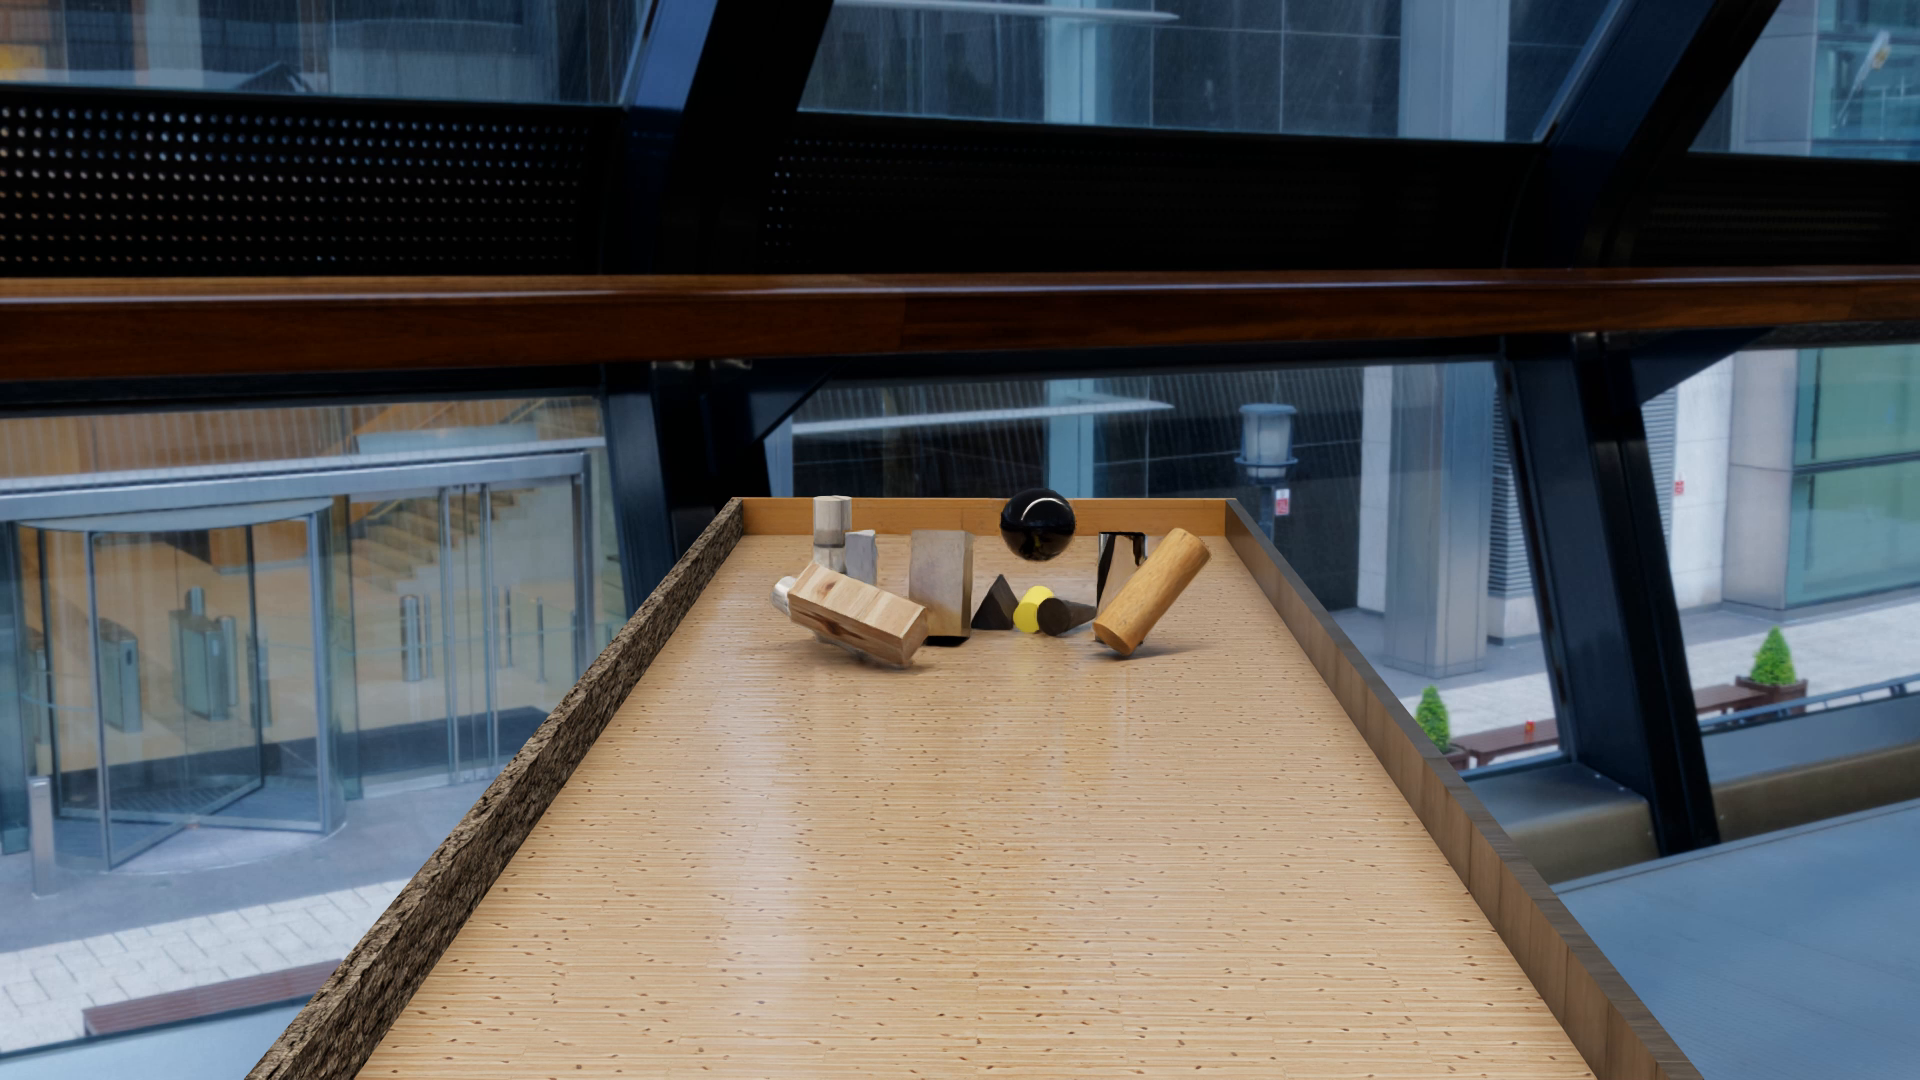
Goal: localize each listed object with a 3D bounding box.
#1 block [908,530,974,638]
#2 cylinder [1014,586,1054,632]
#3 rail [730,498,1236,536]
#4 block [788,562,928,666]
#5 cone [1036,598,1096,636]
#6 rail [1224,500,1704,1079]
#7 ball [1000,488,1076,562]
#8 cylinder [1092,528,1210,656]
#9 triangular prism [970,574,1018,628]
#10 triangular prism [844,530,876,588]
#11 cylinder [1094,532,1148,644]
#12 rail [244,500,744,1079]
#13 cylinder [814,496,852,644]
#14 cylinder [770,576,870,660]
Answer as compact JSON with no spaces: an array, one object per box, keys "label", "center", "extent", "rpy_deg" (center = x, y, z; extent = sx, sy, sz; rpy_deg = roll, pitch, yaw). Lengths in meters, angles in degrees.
[{"label":"block","center":[-0.060,0.139,6.981],"extent":[0.171,0.331,0.171],"rpy_deg":[2,-3,10]},{"label":"cylinder","center":[0.245,0.227,7.259],"extent":[0.100,0.100,0.312],"rpy_deg":[1,9,8]},{"label":"rail","center":[0.099,-0.098,9.147],"extent":[2.100,0.150,0.050],"rpy_deg":[0,9,1]},{"label":"block","center":[-0.308,0.222,6.608],"extent":[0.398,0.136,0.136],"rpy_deg":[21,52,21]},{"label":"cone","center":[0.404,0.240,7.197],"extent":[0.122,0.122,0.387],"rpy_deg":[6,5,34]},{"label":"rail","center":[1.046,0.843,3.208],"extent":[0.050,0.150,12.000],"rpy_deg":[0,9,1]},{"label":"ball","center":[0.267,-0.051,7.559],"extent":[0.260,0.260,0.260],"rpy_deg":[0,9,0]},{"label":"cylinder","center":[0.592,0.159,6.795],"extent":[0.402,0.148,0.148],"rpy_deg":[-49,28,-16]},{"label":"triangular prism","center":[0.120,0.201,7.339],"extent":[0.138,0.120,0.362],"rpy_deg":[1,9,6]},{"label":"triangular prism","center":[-0.287,0.151,6.898],"extent":[0.104,0.358,0.090],"rpy_deg":[5,13,32]},{"label":"cylinder","center":[0.507,0.151,6.924],"extent":[0.152,0.343,0.152],"rpy_deg":[2,4,0]},{"label":"rail","center":[-1.004,0.839,3.234],"extent":[0.050,0.150,12.000],"rpy_deg":[0,9,1]},{"label":"cylinder","center":[-0.402,0.093,6.966],"extent":[0.122,0.455,0.122],"rpy_deg":[0,9,0]},{"label":"cylinder","center":[-0.417,0.238,6.770],"extent":[0.349,0.114,0.114],"rpy_deg":[29,22,26]}]
